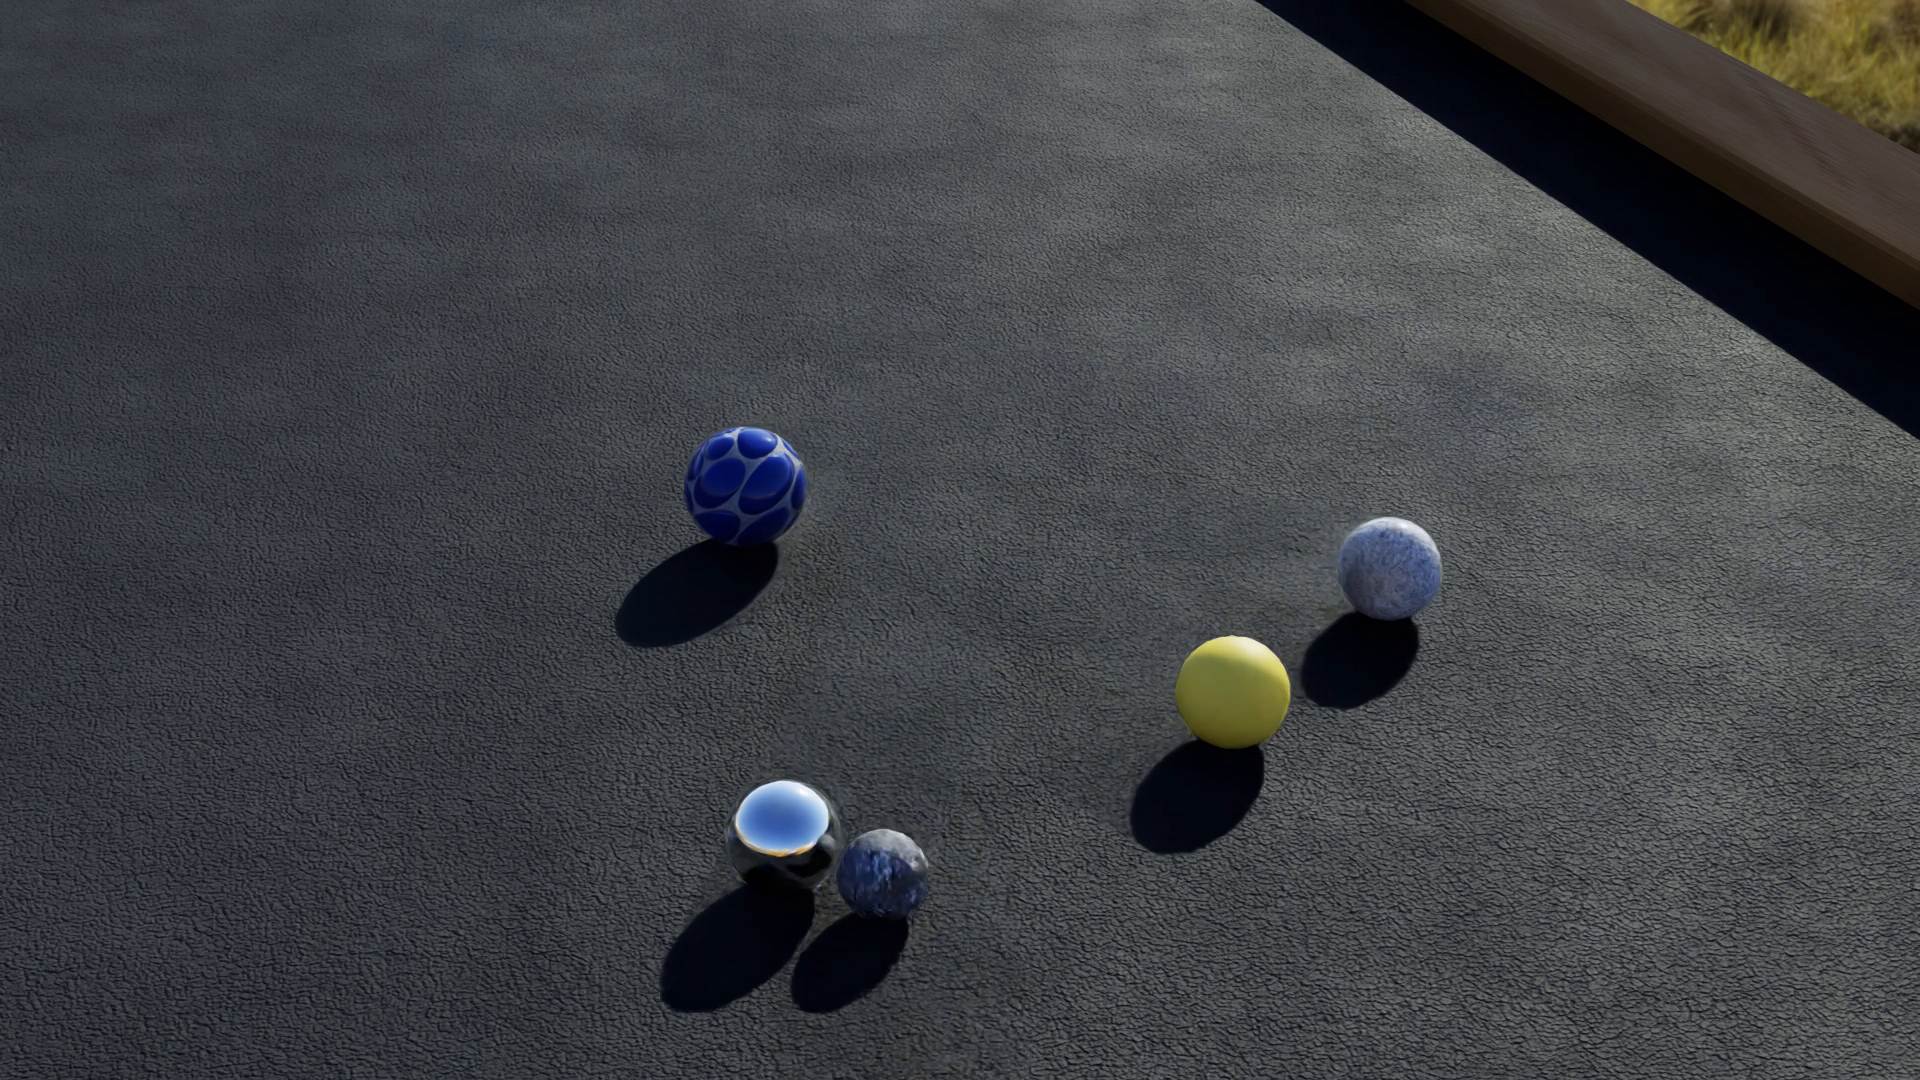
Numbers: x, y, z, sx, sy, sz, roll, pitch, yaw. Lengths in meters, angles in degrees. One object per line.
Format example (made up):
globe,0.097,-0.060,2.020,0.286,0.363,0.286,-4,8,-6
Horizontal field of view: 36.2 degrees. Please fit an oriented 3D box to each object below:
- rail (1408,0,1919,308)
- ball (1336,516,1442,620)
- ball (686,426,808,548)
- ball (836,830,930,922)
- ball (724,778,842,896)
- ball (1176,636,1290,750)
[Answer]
rail,0.541,-0.511,2.875,0.045,0.119,3.369,-9,28,-17
ball,0.276,0.018,1.891,0.067,0.067,0.067,0,27,0
ball,-0.144,-0.036,1.982,0.082,0.082,0.082,0,27,0
ball,-0.042,0.181,1.589,0.050,0.050,0.050,0,27,0
ball,-0.097,0.163,1.610,0.064,0.064,0.064,0,27,0
ball,0.162,0.091,1.748,0.068,0.068,0.068,0,27,0
